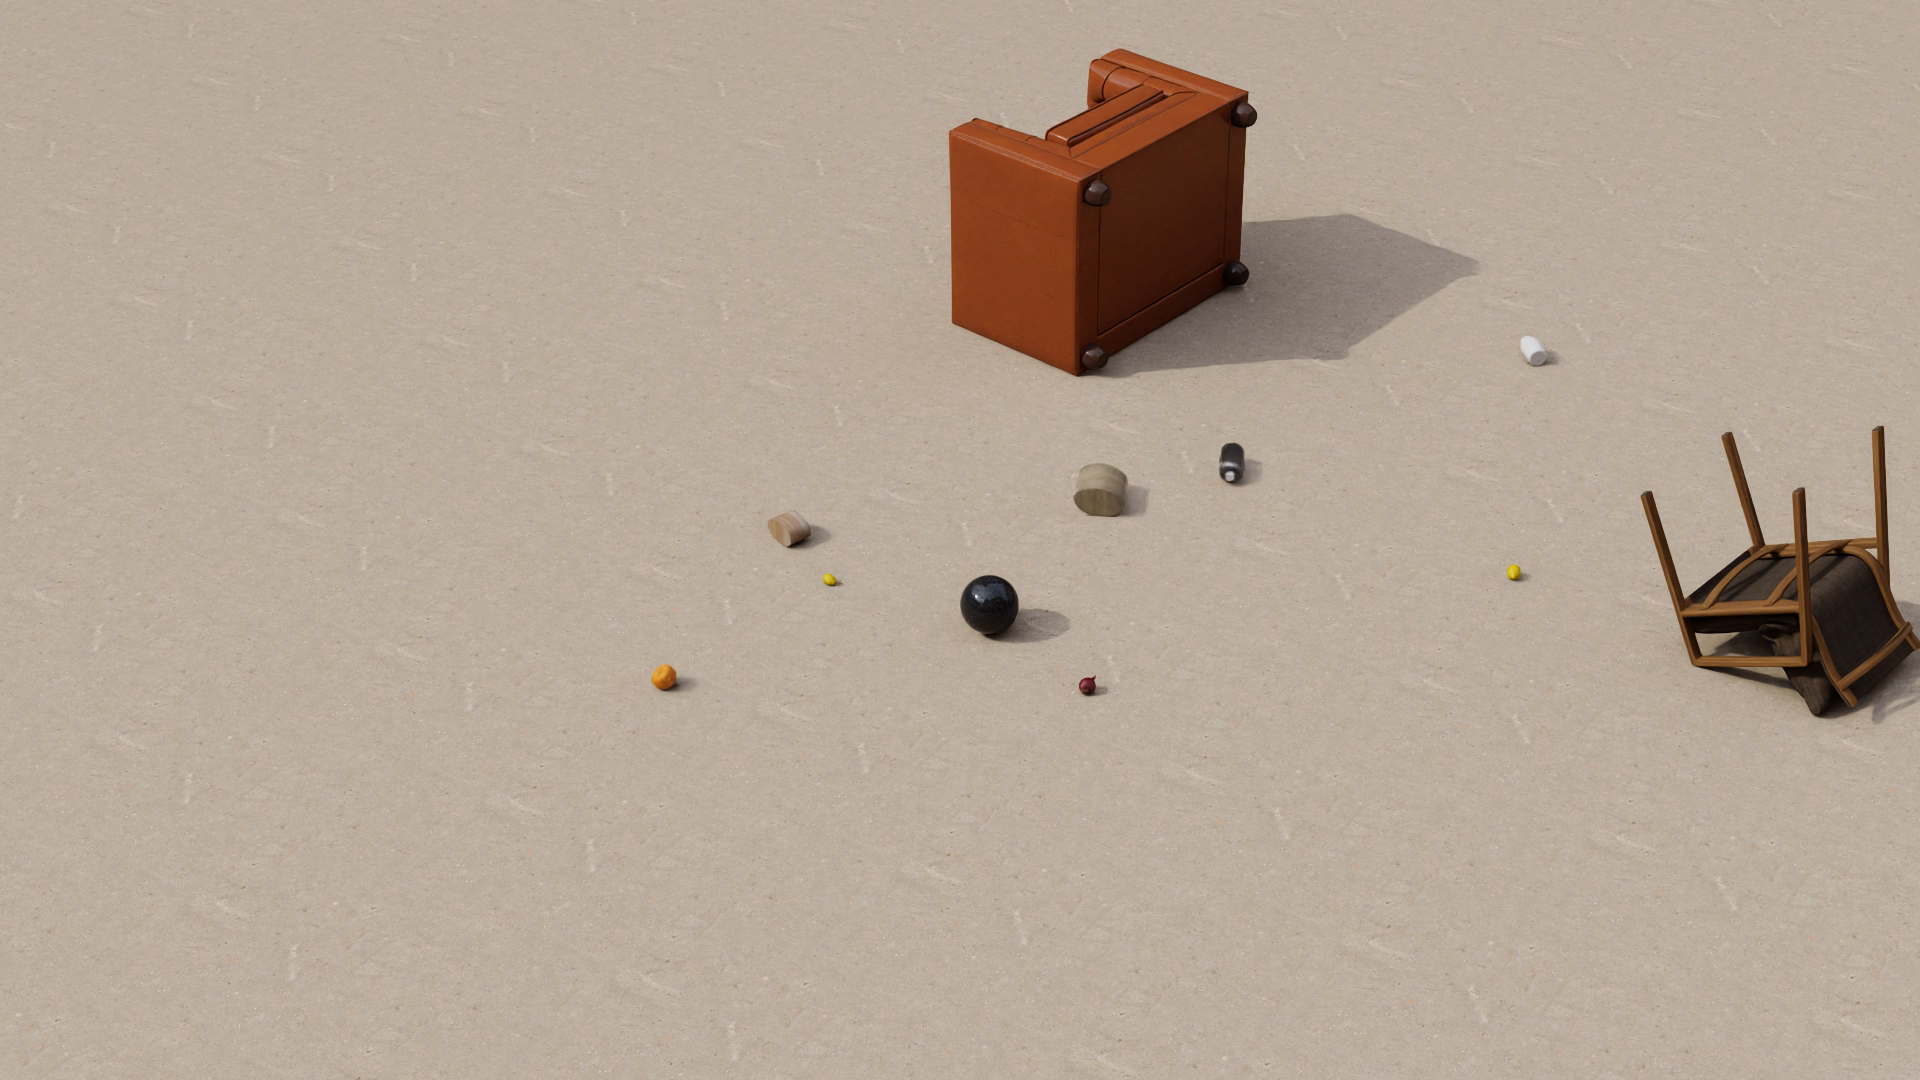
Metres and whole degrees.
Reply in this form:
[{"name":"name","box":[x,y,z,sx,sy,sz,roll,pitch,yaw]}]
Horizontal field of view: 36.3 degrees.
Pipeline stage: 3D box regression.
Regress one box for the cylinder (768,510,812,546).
[{"name":"cylinder","box":[-0.636,-0.045,10.928,0.094,0.092,0.147,-25,42,-32]}]

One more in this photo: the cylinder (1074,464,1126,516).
[{"name":"cylinder","box":[0.533,-0.190,11.120,0.186,0.122,0.180,12,34,2]}]

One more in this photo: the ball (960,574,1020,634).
[{"name":"ball","box":[0.105,0.229,10.405,0.212,0.212,0.212,0,33,0]}]
